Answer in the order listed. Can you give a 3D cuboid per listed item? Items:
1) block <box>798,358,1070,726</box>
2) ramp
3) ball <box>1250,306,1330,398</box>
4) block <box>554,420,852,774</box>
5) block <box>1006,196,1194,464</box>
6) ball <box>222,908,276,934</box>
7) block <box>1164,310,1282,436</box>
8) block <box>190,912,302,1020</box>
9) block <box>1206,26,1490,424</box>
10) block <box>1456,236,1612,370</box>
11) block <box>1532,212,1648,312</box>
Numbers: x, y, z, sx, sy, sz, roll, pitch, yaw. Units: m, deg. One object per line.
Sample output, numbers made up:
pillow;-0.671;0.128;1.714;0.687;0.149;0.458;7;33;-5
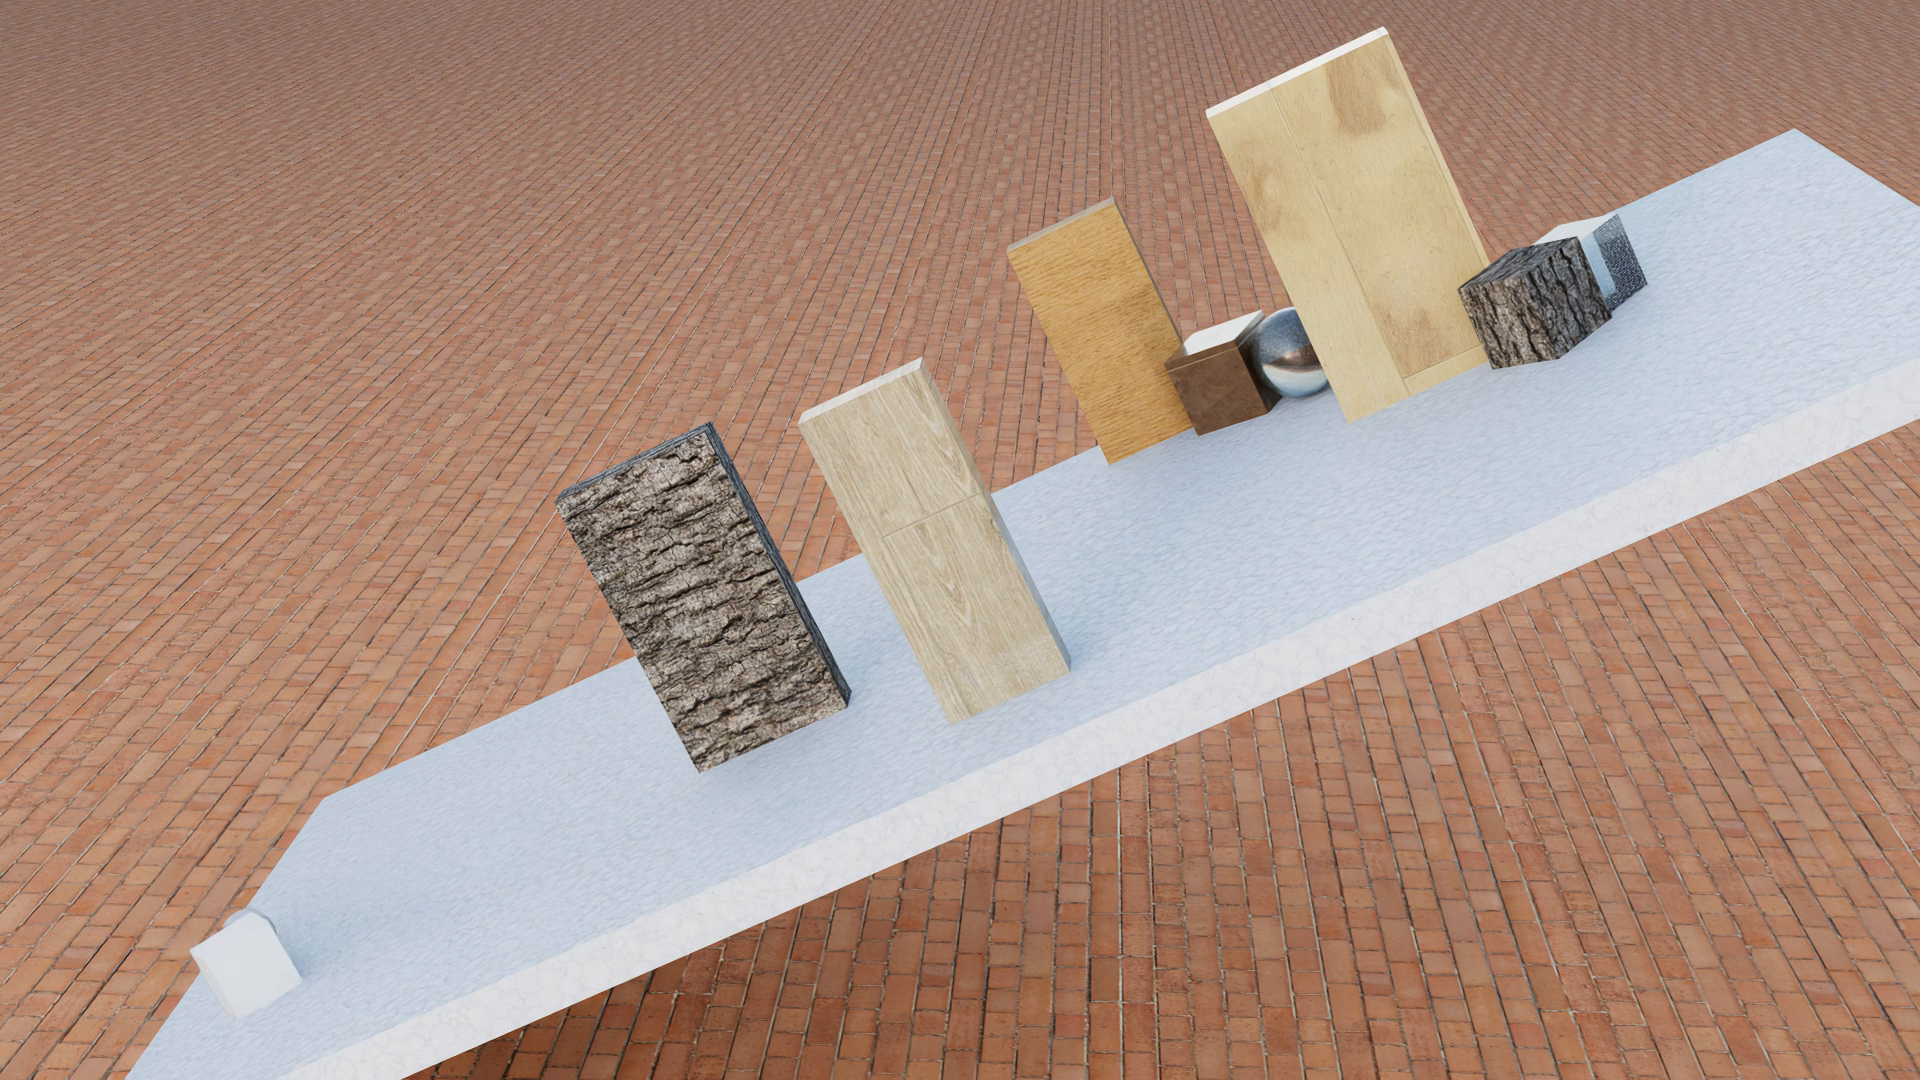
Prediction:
block;-0.044;0.005;5.596;0.254;0.656;0.096;-24;13;9
ramp;0.137;0.168;6.282;4.000;0.100;2.000;-24;13;9
ball;0.763;-0.426;6.681;0.207;0.207;0.207;0;16;0
block;-0.528;0.122;6.091;0.347;0.648;0.103;-24;13;9
block;0.357;-0.491;6.923;0.276;0.562;0.096;-24;13;9
ball;-1.545;0.859;6.384;0.117;0.117;0.117;0;16;0
block;0.627;-0.388;6.828;0.191;0.191;0.191;-18;16;33
block;-1.481;0.884;6.101;0.148;0.148;0.148;-32;14;-22
block;0.864;-0.666;6.264;0.410;0.727;0.124;-24;13;9
block;1.200;-0.494;6.142;0.190;0.190;0.190;-35;16;-31
block;1.319;-0.571;6.255;0.168;0.168;0.168;-35;16;-31
